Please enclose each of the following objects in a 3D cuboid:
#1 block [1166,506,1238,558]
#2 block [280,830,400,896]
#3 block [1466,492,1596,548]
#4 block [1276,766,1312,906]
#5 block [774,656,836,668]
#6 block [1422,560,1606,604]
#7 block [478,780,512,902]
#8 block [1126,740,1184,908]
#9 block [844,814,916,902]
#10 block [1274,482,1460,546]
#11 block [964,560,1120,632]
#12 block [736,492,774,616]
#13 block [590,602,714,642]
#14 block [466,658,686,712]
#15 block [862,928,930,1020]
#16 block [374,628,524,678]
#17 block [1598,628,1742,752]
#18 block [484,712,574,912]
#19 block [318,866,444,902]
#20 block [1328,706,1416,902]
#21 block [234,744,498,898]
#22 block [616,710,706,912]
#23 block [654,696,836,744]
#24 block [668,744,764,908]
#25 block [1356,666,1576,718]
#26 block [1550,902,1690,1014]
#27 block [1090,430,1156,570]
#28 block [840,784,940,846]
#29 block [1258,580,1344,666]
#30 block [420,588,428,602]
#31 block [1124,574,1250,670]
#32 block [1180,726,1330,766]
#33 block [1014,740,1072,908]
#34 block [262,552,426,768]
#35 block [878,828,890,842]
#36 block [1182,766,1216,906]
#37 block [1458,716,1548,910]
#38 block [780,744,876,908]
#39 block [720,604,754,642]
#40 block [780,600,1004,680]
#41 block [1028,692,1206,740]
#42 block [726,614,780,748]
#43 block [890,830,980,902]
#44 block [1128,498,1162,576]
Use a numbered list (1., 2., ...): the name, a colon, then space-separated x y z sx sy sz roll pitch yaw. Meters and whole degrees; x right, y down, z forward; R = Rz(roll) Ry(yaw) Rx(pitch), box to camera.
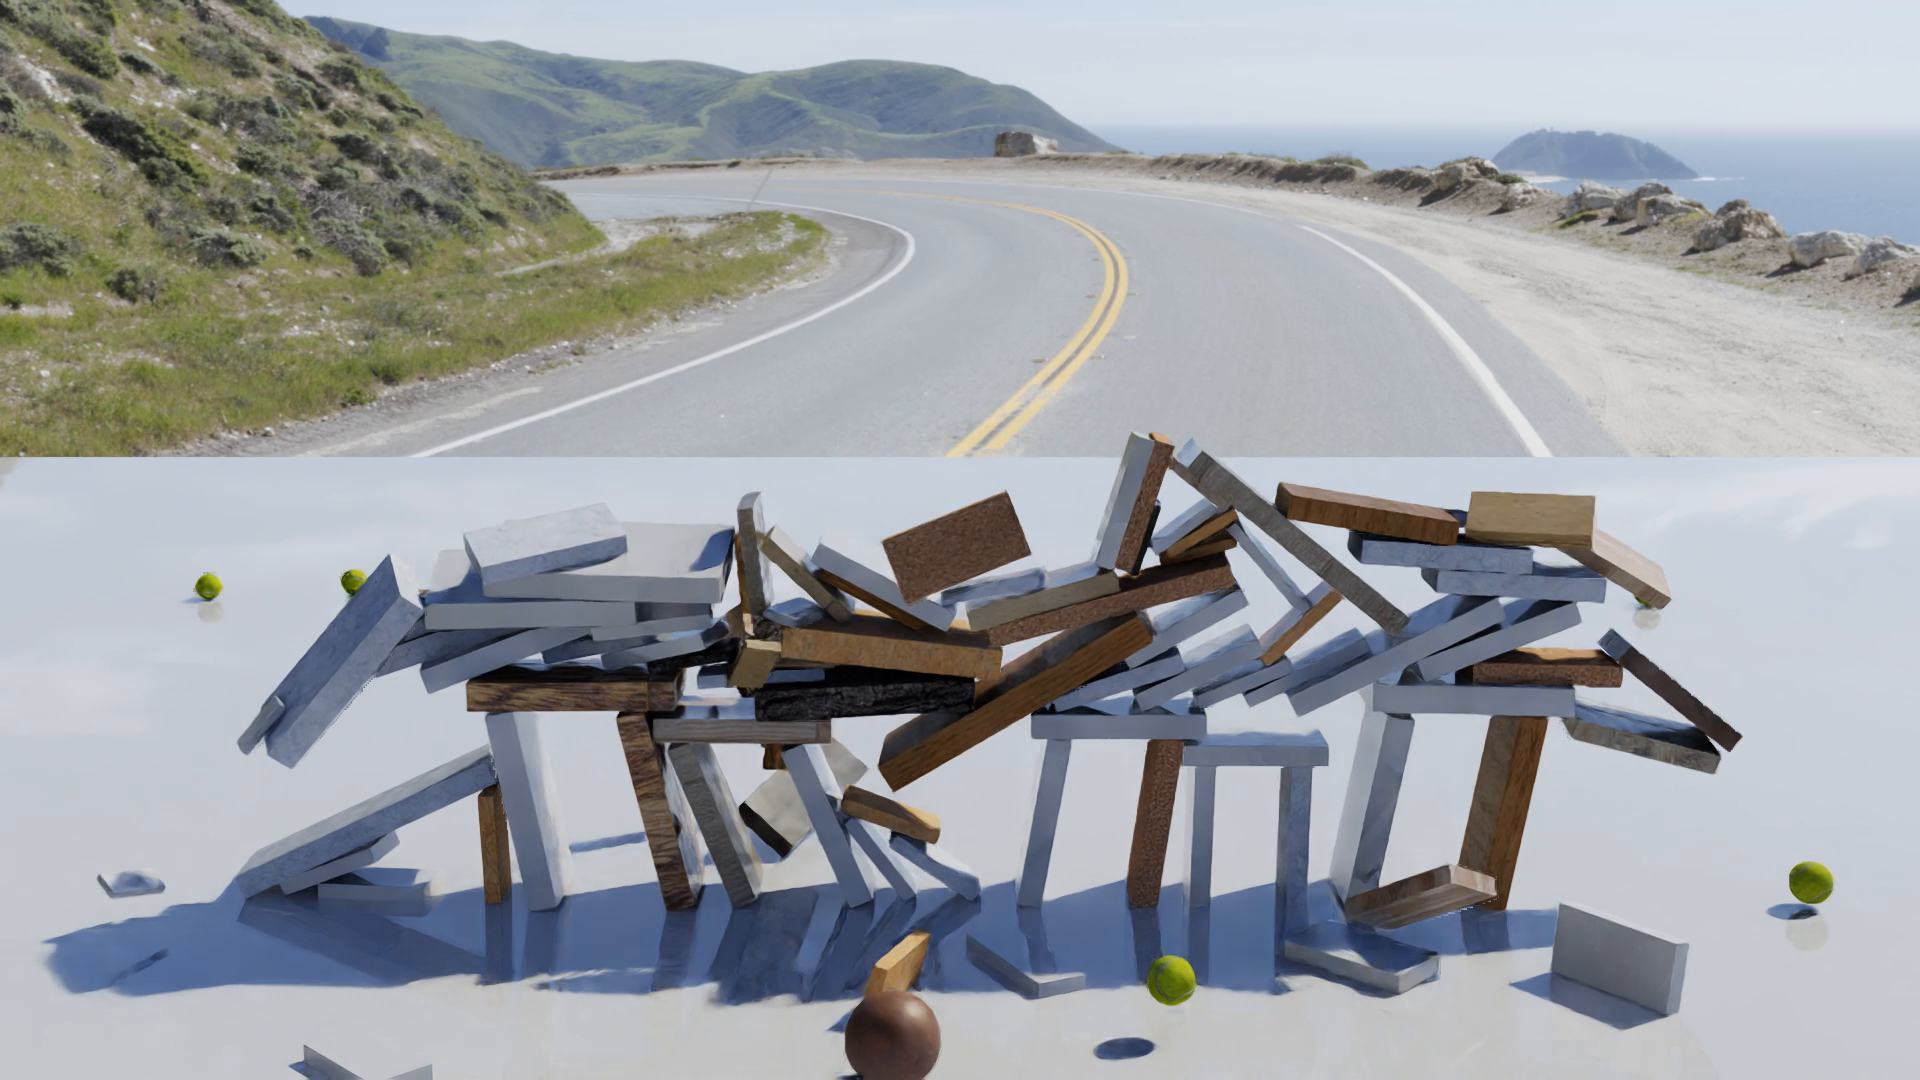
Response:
1. block: 0.388 -0.018 3.553 0.127 0.018 0.063 -31 12 7
2. block: -1.036 0.539 3.674 0.182 0.026 0.091 -21 7 15
3. block: 0.912 -0.033 3.515 0.194 0.028 0.097 3 42 18
4. block: 0.554 0.473 3.647 0.034 0.238 0.119 1 11 0
5. block: -0.278 0.188 3.582 0.151 0.021 0.076 1 11 0
6. block: 0.897 0.062 3.573 0.268 0.038 0.134 3 10 1
7. block: -0.773 0.500 3.653 0.026 0.182 0.091 -2 11 0
8. block: 0.322 0.449 3.646 0.040 0.283 0.142 8 10 -1
9. block: -0.132 0.518 3.655 0.024 0.167 0.083 -37 9 6
10. block: 0.654 -0.043 3.547 0.273 0.039 0.136 9 10 -2
11. block: 0.131 0.087 3.570 0.247 0.035 0.123 -15 11 1
12. block: -0.332 0.023 3.573 0.026 0.182 0.091 -5 18 5
13. block: -0.497 0.117 3.567 0.192 0.027 0.096 -7 31 0
14. block: -0.624 0.236 3.602 0.333 0.047 0.167 0 11 0
15. block: -0.092 0.633 3.214 0.022 0.079 0.158 19 17 18
16. block: -0.828 0.149 3.663 0.285 0.040 0.143 -18 10 7
17. block: 1.161 0.244 3.601 0.241 0.034 0.121 38 10 -6
18. block: -0.709 0.425 3.635 0.047 0.333 0.167 -10 10 2
19. block: -0.968 0.575 3.679 0.182 0.026 0.091 1 11 7
20. block: 0.680 0.429 3.639 0.046 0.325 0.162 10 10 -2
21. block: -0.987 0.468 3.702 0.458 0.040 0.143 -25 10 1
22. block: -0.493 0.426 3.636 0.047 0.333 0.167 -13 10 2
23. block: -0.352 0.295 3.612 0.285 0.040 0.143 1 11 0
24. block: -0.403 0.452 3.643 0.040 0.285 0.143 -21 10 4
25. block: 0.824 0.243 3.605 0.325 0.046 0.162 2 11 0
26. block: 0.970 0.614 3.243 0.030 0.105 0.210 2 7 -36
27. block: 0.260 -0.065 3.523 0.030 0.214 0.107 18 7 -3
28. block: -0.114 0.454 3.642 0.167 0.024 0.083 20 10 -4
29. block: 0.551 0.134 3.592 0.165 0.023 0.082 -43 8 6
30. block: -0.851 0.093 3.647 0.181 0.026 0.090 -12 10 -17
31. block: 0.362 0.133 3.579 0.219 0.031 0.109 -29 9 6
32. block: 0.479 0.339 3.622 0.238 0.034 0.119 0 11 0
33. block: 0.137 0.449 3.645 0.040 0.283 0.142 10 10 -2
34. block: -0.989 0.191 3.514 0.047 0.334 0.167 38 6 -30
35. block: -0.175 0.530 3.939 0.130 0.018 0.065 10 14 42
36. block: 0.396 0.473 3.647 0.034 0.238 0.119 1 11 0
37. block: 0.895 0.429 3.639 0.046 0.325 0.162 10 10 -2
38. block: -0.216 0.453 3.642 0.040 0.285 0.143 -23 10 4
39. block: -0.393 0.157 3.729 0.016 0.057 0.114 9 -31 -41
40. block: -0.116 0.163 3.589 0.352 0.050 0.176 7 12 -7
41. block: 0.256 0.288 3.615 0.284 0.040 0.142 0 11 0
42. block: -0.355 0.252 4.054 0.117 0.235 0.033 -34 22 -36
43. block: -0.041 0.534 3.659 0.166 0.024 0.083 34 9 -6
44. block: 0.297 -0.006 3.567 0.017 0.122 0.061 17 12 -4
